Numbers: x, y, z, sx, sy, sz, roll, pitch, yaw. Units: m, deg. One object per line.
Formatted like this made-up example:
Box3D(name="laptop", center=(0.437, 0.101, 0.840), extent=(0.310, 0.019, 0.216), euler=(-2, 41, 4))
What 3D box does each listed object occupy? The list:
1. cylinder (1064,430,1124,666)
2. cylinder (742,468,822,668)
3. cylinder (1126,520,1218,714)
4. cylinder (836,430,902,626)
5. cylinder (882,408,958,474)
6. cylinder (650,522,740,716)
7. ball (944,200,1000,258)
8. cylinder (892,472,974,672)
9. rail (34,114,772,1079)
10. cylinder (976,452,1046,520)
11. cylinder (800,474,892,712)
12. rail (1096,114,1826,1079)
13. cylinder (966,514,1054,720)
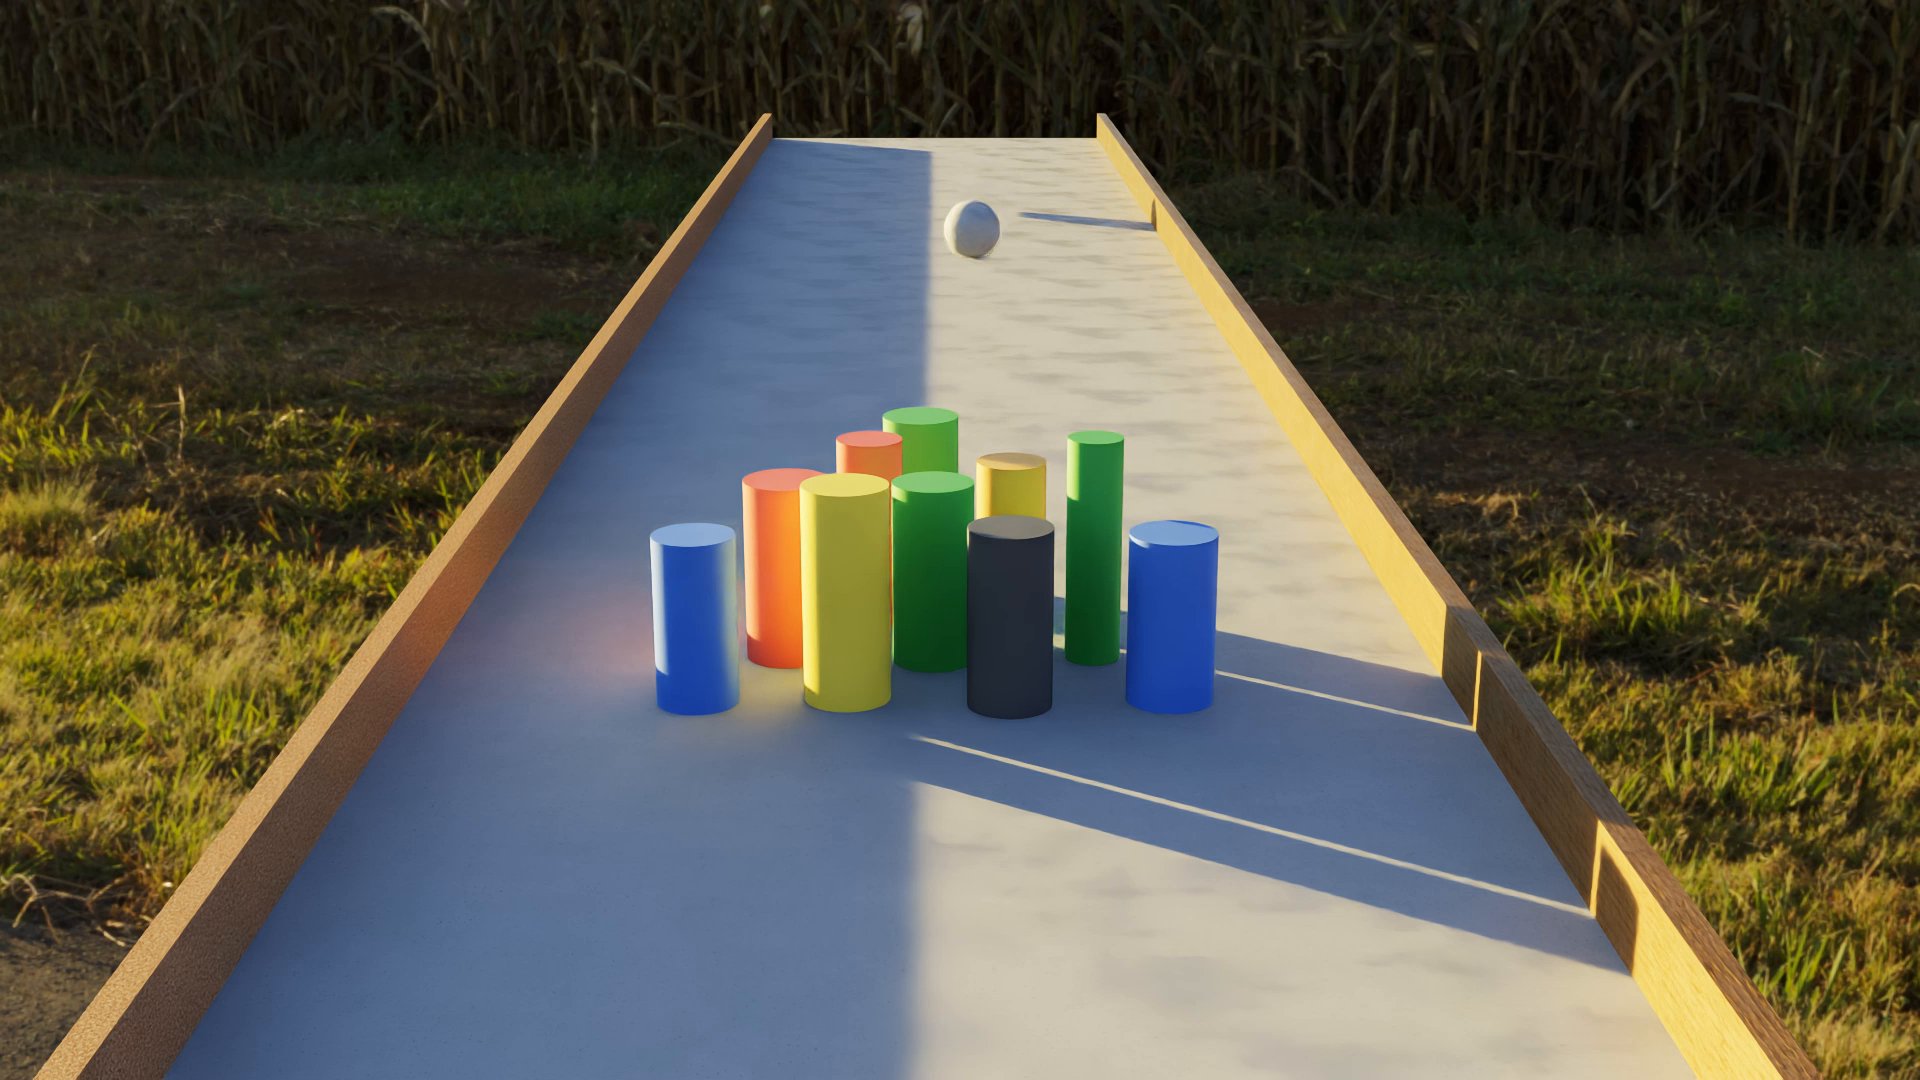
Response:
Box3D(name="cylinder", center=(0.266, 0.017, 4.371), extent=(0.111, 0.455, 0.111), euler=(0, 17, 0))
Box3D(name="cylinder", center=(-0.344, 0.056, 4.396), extent=(0.172, 0.366, 0.172), euler=(0, 17, 0))
Box3D(name="cylinder", center=(0.400, 0.145, 4.160), extent=(0.167, 0.331, 0.167), euler=(0, 17, 0))
Box3D(name="cylinder", center=(-0.188, -0.023, 4.616), extent=(0.137, 0.391, 0.137), euler=(0, 17, 0))
Box3D(name="cylinder", center=(-0.086, -0.089, 4.860), extent=(0.165, 0.380, 0.165), euler=(0, 17, 0))
Box3D(name="cylinder", center=(-0.499, 0.148, 4.149), extent=(0.158, 0.330, 0.158), euler=(0, 17, 0))
Box3D(name="ball", center=(0.051, -1.299, 9.180), extent=(0.236, 0.236, 0.236), euler=(0, 17, 0))
Box3D(name="cylinder", center=(-0.053, 0.063, 4.370), extent=(0.163, 0.369, 0.163), euler=(0, 17, 0))
Box3D(name="rail", center=(-1.118, -0.838, 7.780), extent=(0.050, 0.150, 12.000), euler=(0, 17, -1))
Box3D(name="cylinder", center=(0.108, -0.006, 4.665), extent=(0.147, 0.333, 0.147), euler=(0, 17, 0))
Box3D(name="cylinder", center=(-0.215, 0.099, 4.156), extent=(0.167, 0.421, 0.167), euler=(0, 17, 0))
Box3D(name="rail", center=(0.932, -0.844, 7.801), extent=(0.050, 0.150, 12.000), euler=(0, 17, -1))
Box3D(name="cylinder", center=(0.094, 0.144, 4.130), extent=(0.163, 0.350, 0.163), euler=(0, 17, 0))
